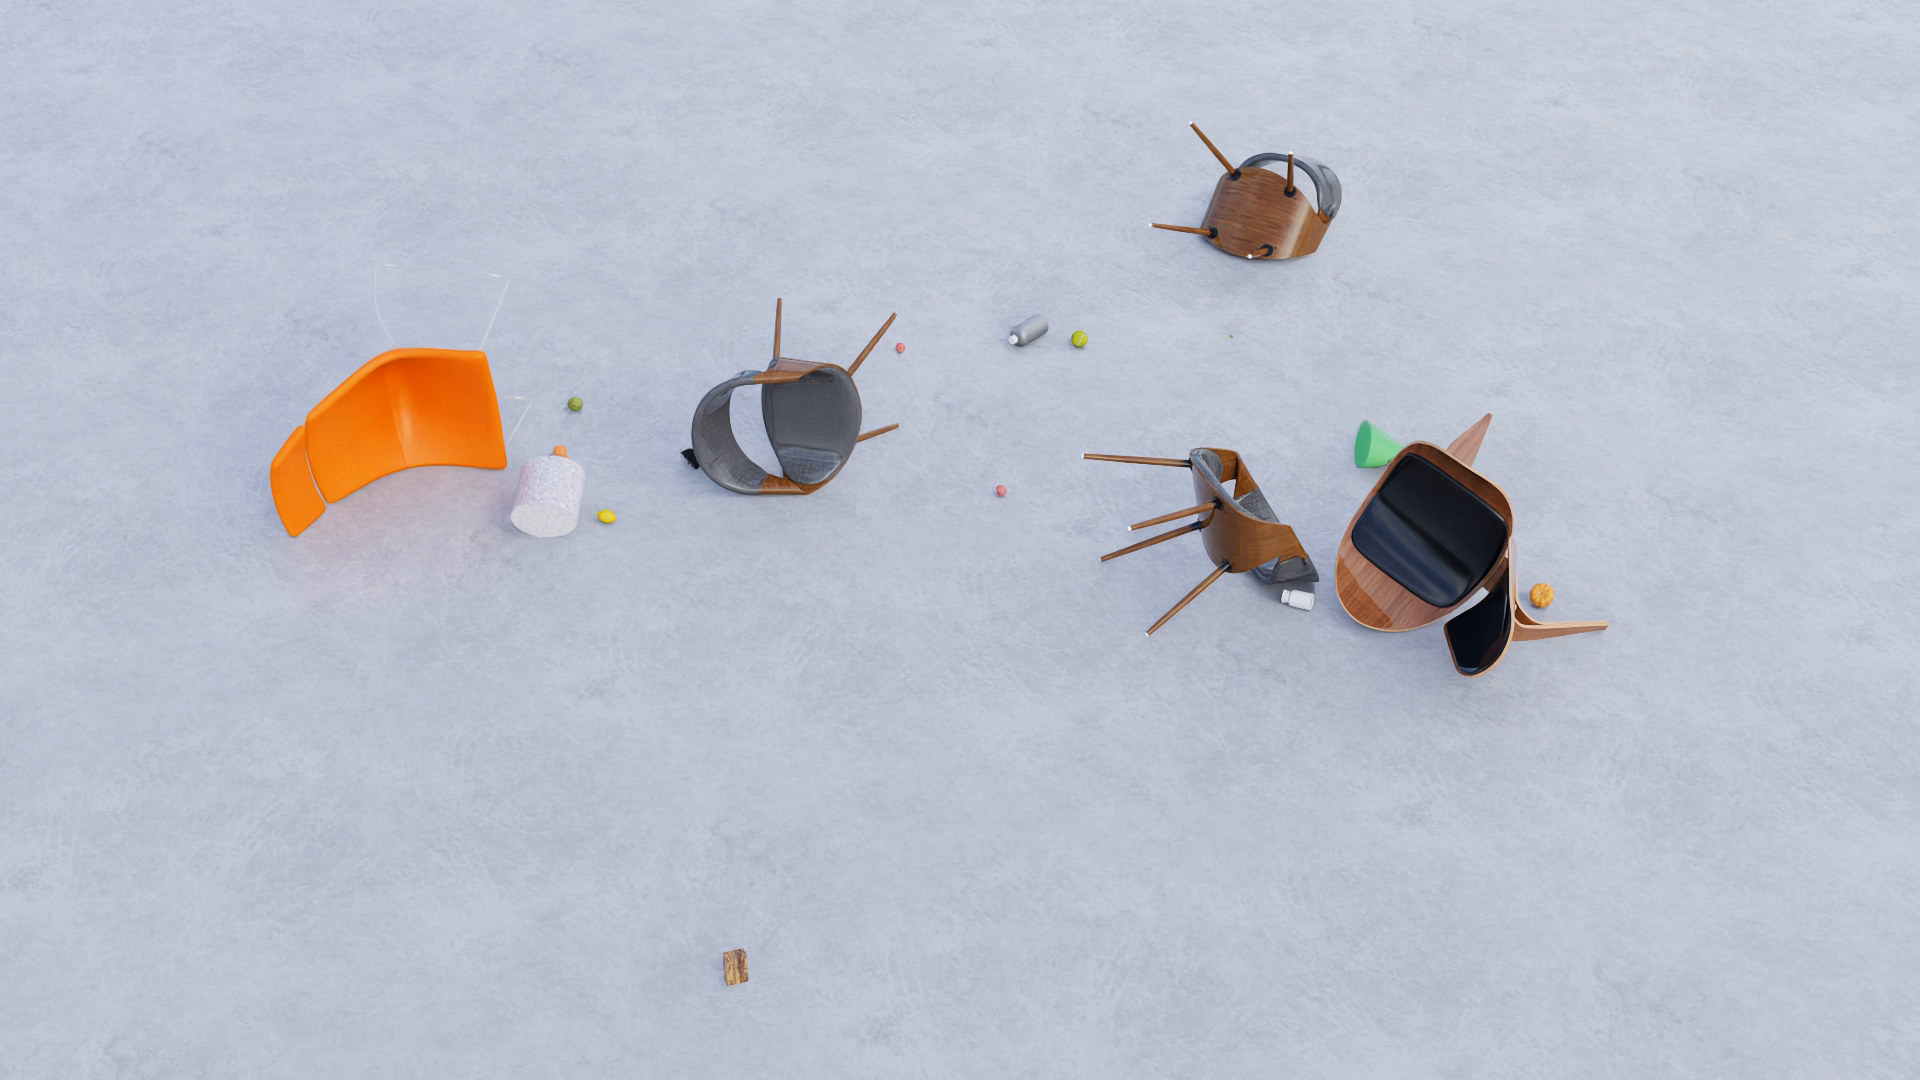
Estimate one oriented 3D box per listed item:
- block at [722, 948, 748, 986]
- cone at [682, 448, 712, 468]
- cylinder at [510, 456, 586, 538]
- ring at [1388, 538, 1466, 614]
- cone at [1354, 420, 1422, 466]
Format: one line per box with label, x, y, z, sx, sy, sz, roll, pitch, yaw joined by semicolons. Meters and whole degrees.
block;-0.681;1.294;8.887;0.066;0.102;0.038;-11;35;-17
cone;-1.023;-0.305;11.370;0.119;0.107;0.067;-1;72;0
cylinder;-1.552;-0.166;11.054;0.246;0.154;0.331;6;33;-5
ring;1.699;0.129;10.652;0.184;0.108;0.483;21;39;30
cone;1.685;-0.342;11.393;0.256;0.159;0.251;15;31;-9
